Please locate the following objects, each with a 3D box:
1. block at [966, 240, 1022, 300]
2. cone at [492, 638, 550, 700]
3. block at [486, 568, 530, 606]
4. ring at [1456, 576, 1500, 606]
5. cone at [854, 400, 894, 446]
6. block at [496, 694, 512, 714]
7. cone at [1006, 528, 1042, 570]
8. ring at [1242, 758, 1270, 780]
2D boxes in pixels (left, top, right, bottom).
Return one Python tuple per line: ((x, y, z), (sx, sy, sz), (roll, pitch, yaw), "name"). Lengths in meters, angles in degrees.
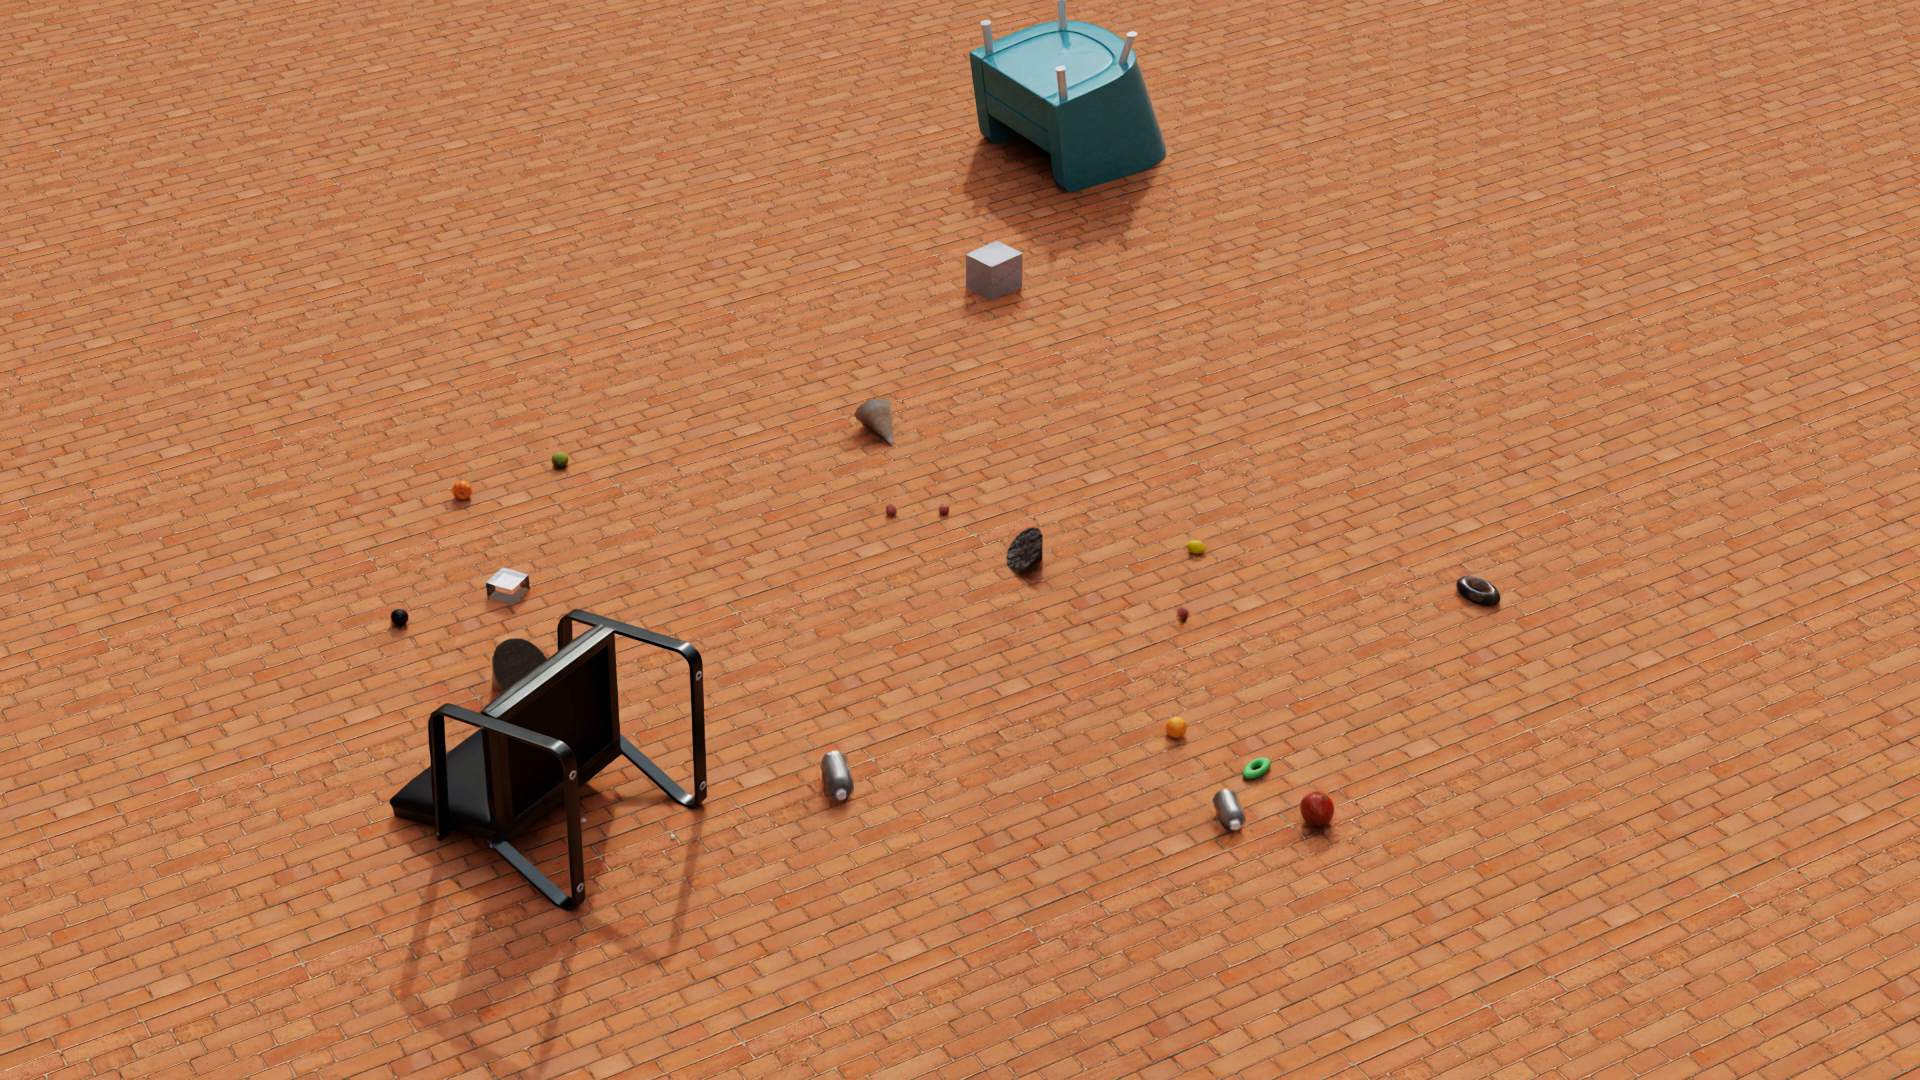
((0.146, -1.153, 12.547), (0.184, 0.162, 0.157), (-28, 42, -35), "block")
((-1.568, 0.477, 10.131), (0.156, 0.226, 0.291), (-30, -1, 30), "cone")
((-1.638, 0.168, 10.629), (0.111, 0.067, 0.110), (15, 36, 21), "block")
((1.878, 0.185, 10.620), (0.110, 0.050, 0.184), (-28, 43, -34), "ring")
((-0.304, -0.438, 11.550), (0.161, 0.130, 0.201), (3, 45, -41), "cone")
((-1.565, 0.564, 10.063), (0.045, 0.027, 0.076), (1, 33, 0), "block")
((0.271, 0.056, 10.799), (0.185, 0.097, 0.178), (-20, 48, 43), "cone")
((0.988, 0.761, 9.762), (0.066, 0.031, 0.126), (29, 43, 34), "ring")
